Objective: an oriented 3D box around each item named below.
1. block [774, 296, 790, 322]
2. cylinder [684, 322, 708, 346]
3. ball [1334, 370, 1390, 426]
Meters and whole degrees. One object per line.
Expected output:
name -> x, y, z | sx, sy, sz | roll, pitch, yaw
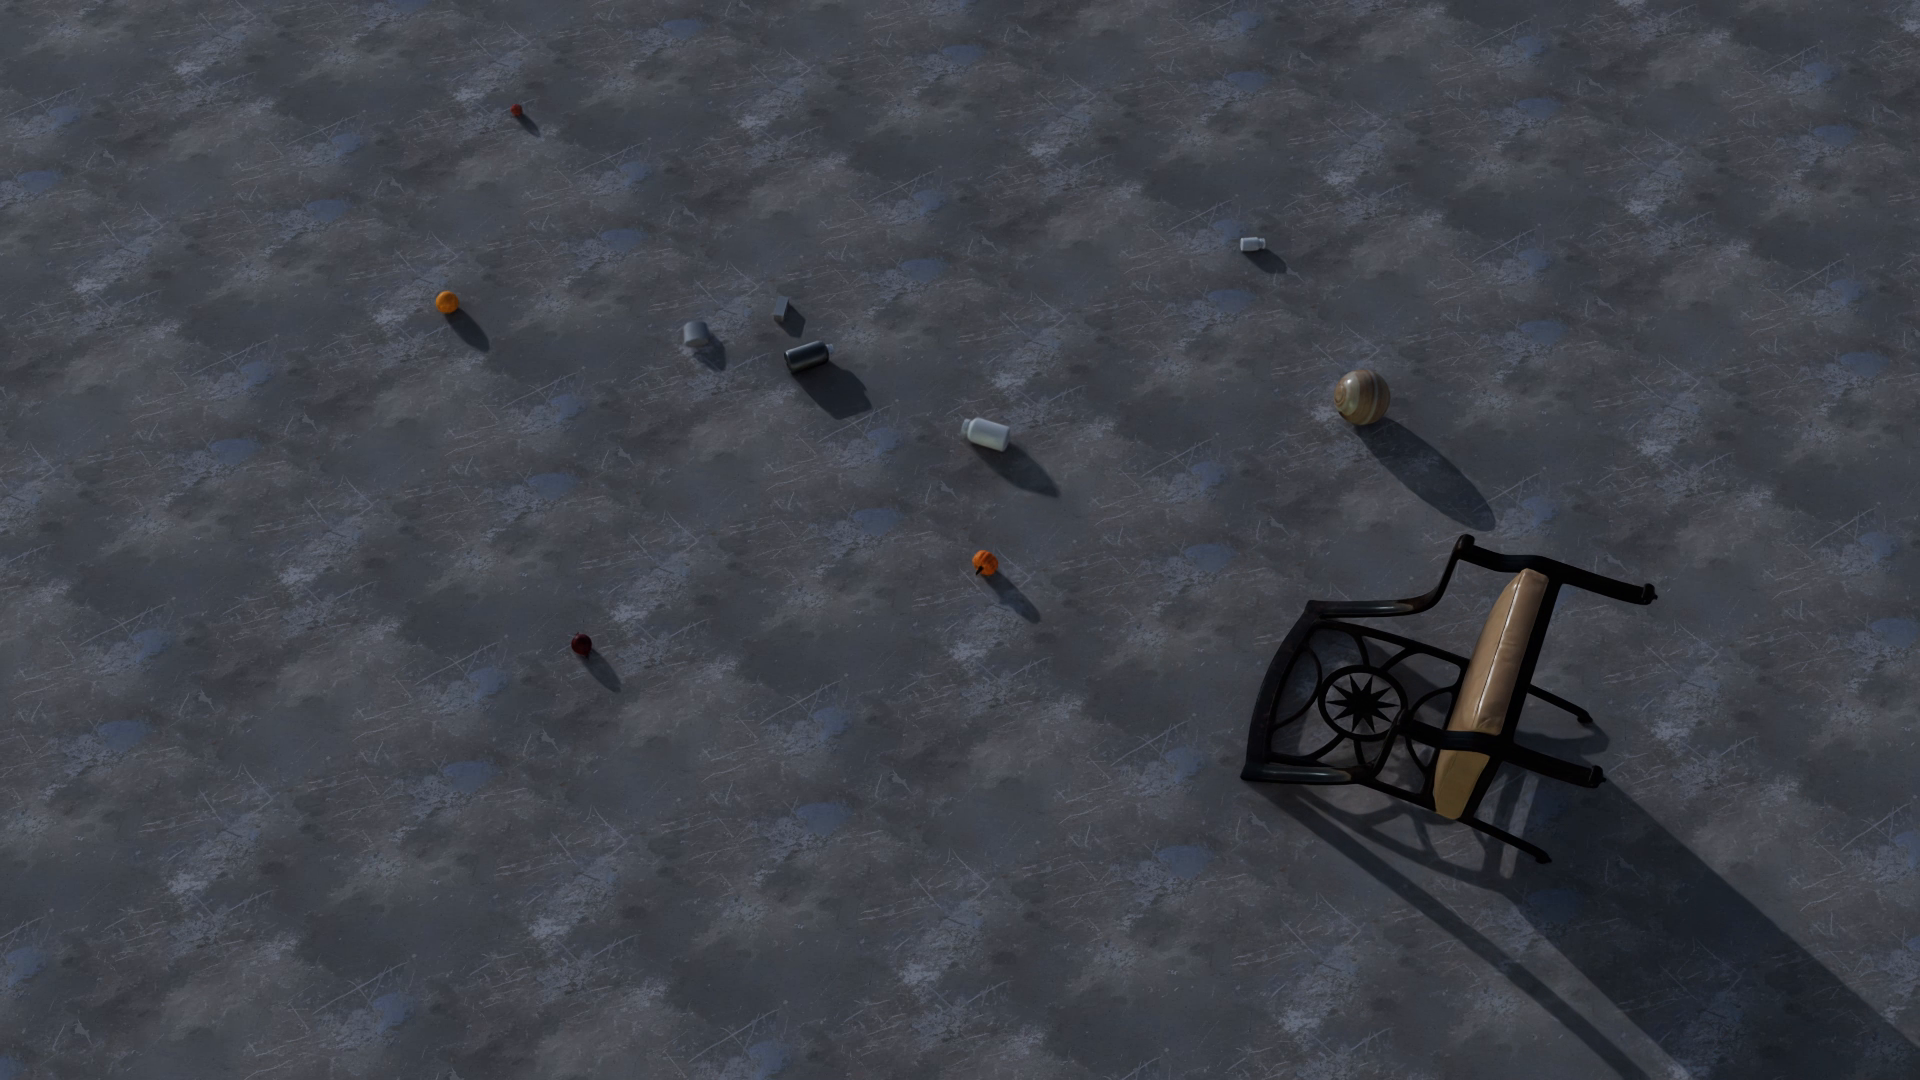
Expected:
block -> -0.573, -0.741, 7.054 | 0.033, 0.028, 0.078 | 8, 57, 5
cylinder -> -0.839, -0.654, 6.989 | 0.076, 0.039, 0.071 | -9, 56, -1
ball -> 1.237, -0.439, 6.765 | 0.172, 0.172, 0.172 | 0, 56, 0
